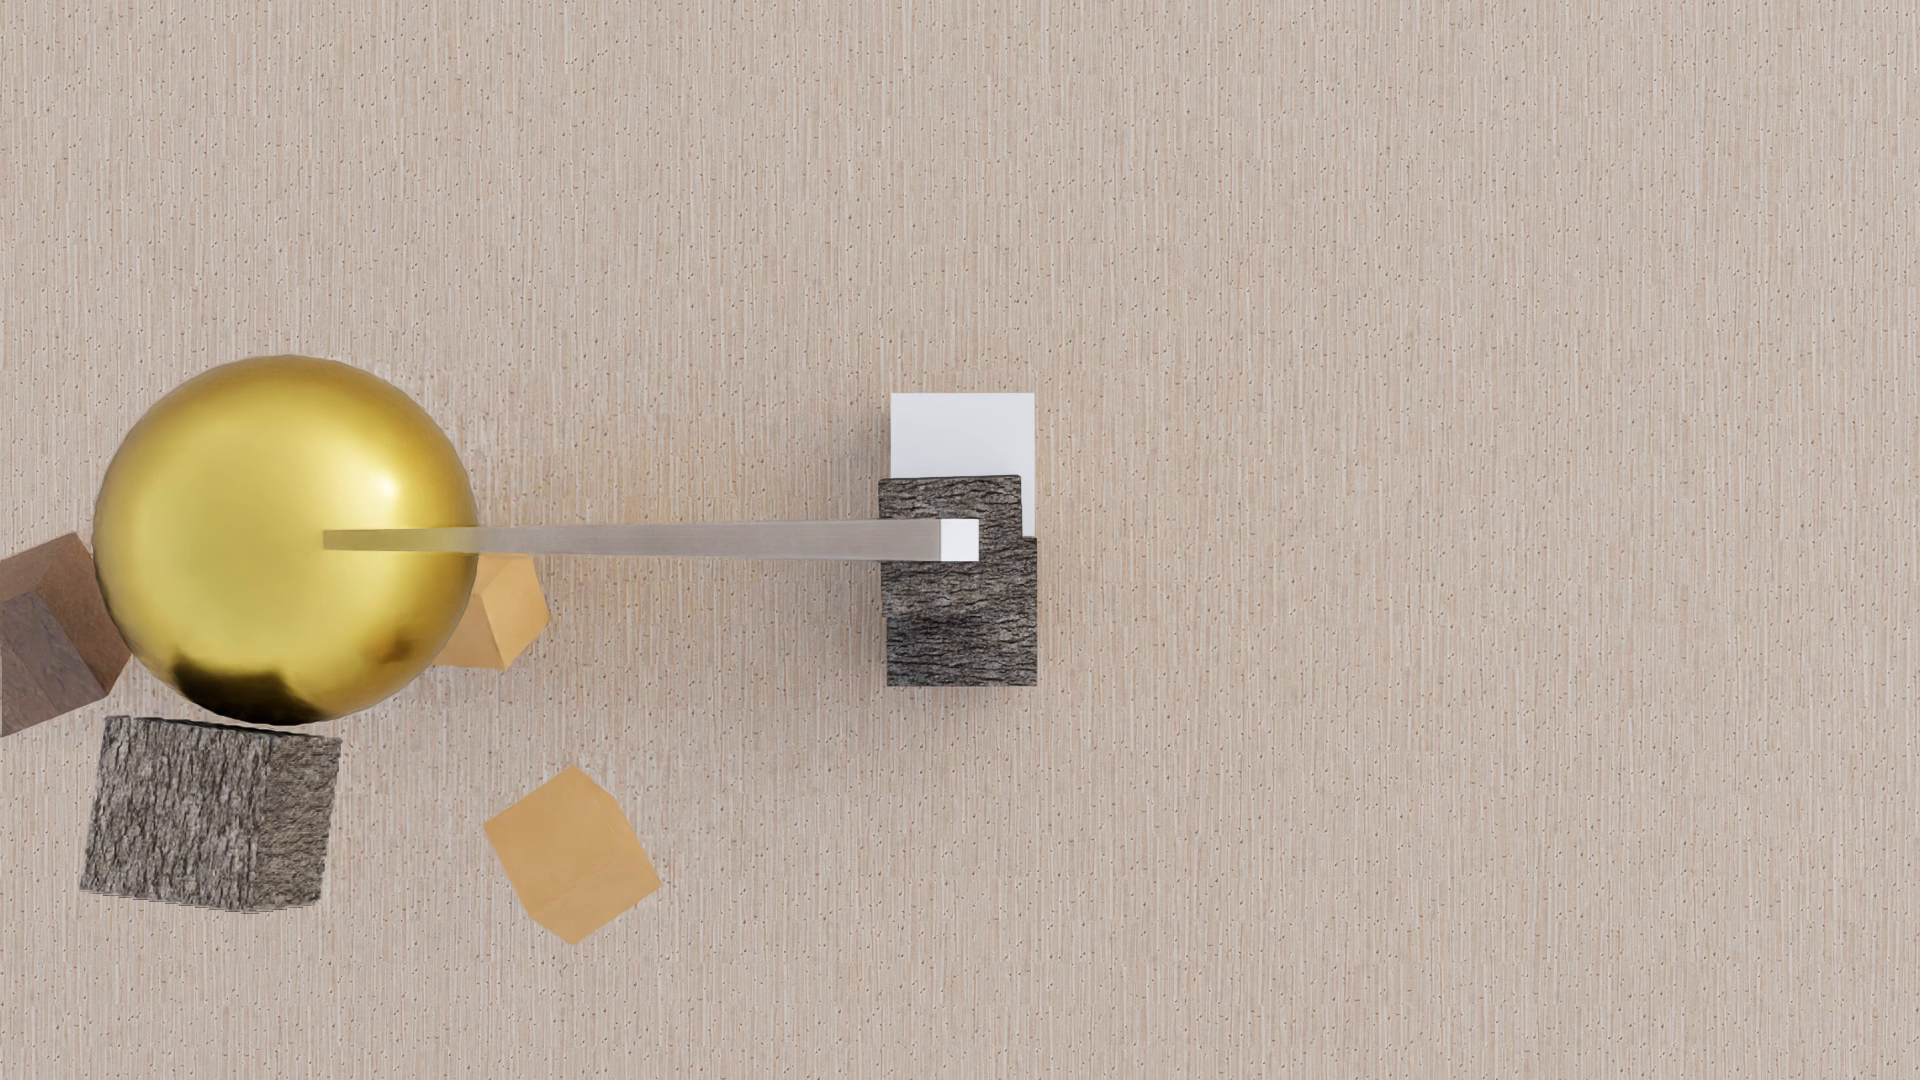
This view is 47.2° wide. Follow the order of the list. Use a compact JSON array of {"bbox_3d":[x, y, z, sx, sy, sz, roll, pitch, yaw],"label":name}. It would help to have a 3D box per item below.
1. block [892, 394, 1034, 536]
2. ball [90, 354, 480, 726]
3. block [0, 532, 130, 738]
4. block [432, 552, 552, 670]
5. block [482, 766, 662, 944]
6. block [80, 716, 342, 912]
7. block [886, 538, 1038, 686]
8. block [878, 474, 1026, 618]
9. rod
[{"bbox_3d":[0.016,-0.416,12.580,0.793,0.841,0.791,0,90,0],"label":"block"},{"bbox_3d":[-2.883,0.000,9.470,1.600,1.600,1.600,0,90,0],"label":"ball"},{"bbox_3d":[-4.446,0.467,10.483,0.683,0.609,0.619,-21,116,6],"label":"block"},{"bbox_3d":[-2.748,0.375,12.578,0.507,0.513,0.503,1,121,24],"label":"block"},{"bbox_3d":[-1.684,1.375,9.580,0.473,0.502,0.481,-33,62,-3],"label":"block"},{"bbox_3d":[-3.115,1.135,9.206,0.724,0.695,0.705,6,85,7],"label":"block"},{"bbox_3d":[0.011,0.400,12.588,0.833,0.824,0.823,0,90,0],"label":"block"},{"bbox_3d":[-0.044,0.018,11.752,0.740,0.818,0.704,-2,93,0],"label":"block"},{"bbox_3d":[-1.249,0.000,6.488,0.080,5.200,0.080,0,90,-29],"label":"rod"}]
